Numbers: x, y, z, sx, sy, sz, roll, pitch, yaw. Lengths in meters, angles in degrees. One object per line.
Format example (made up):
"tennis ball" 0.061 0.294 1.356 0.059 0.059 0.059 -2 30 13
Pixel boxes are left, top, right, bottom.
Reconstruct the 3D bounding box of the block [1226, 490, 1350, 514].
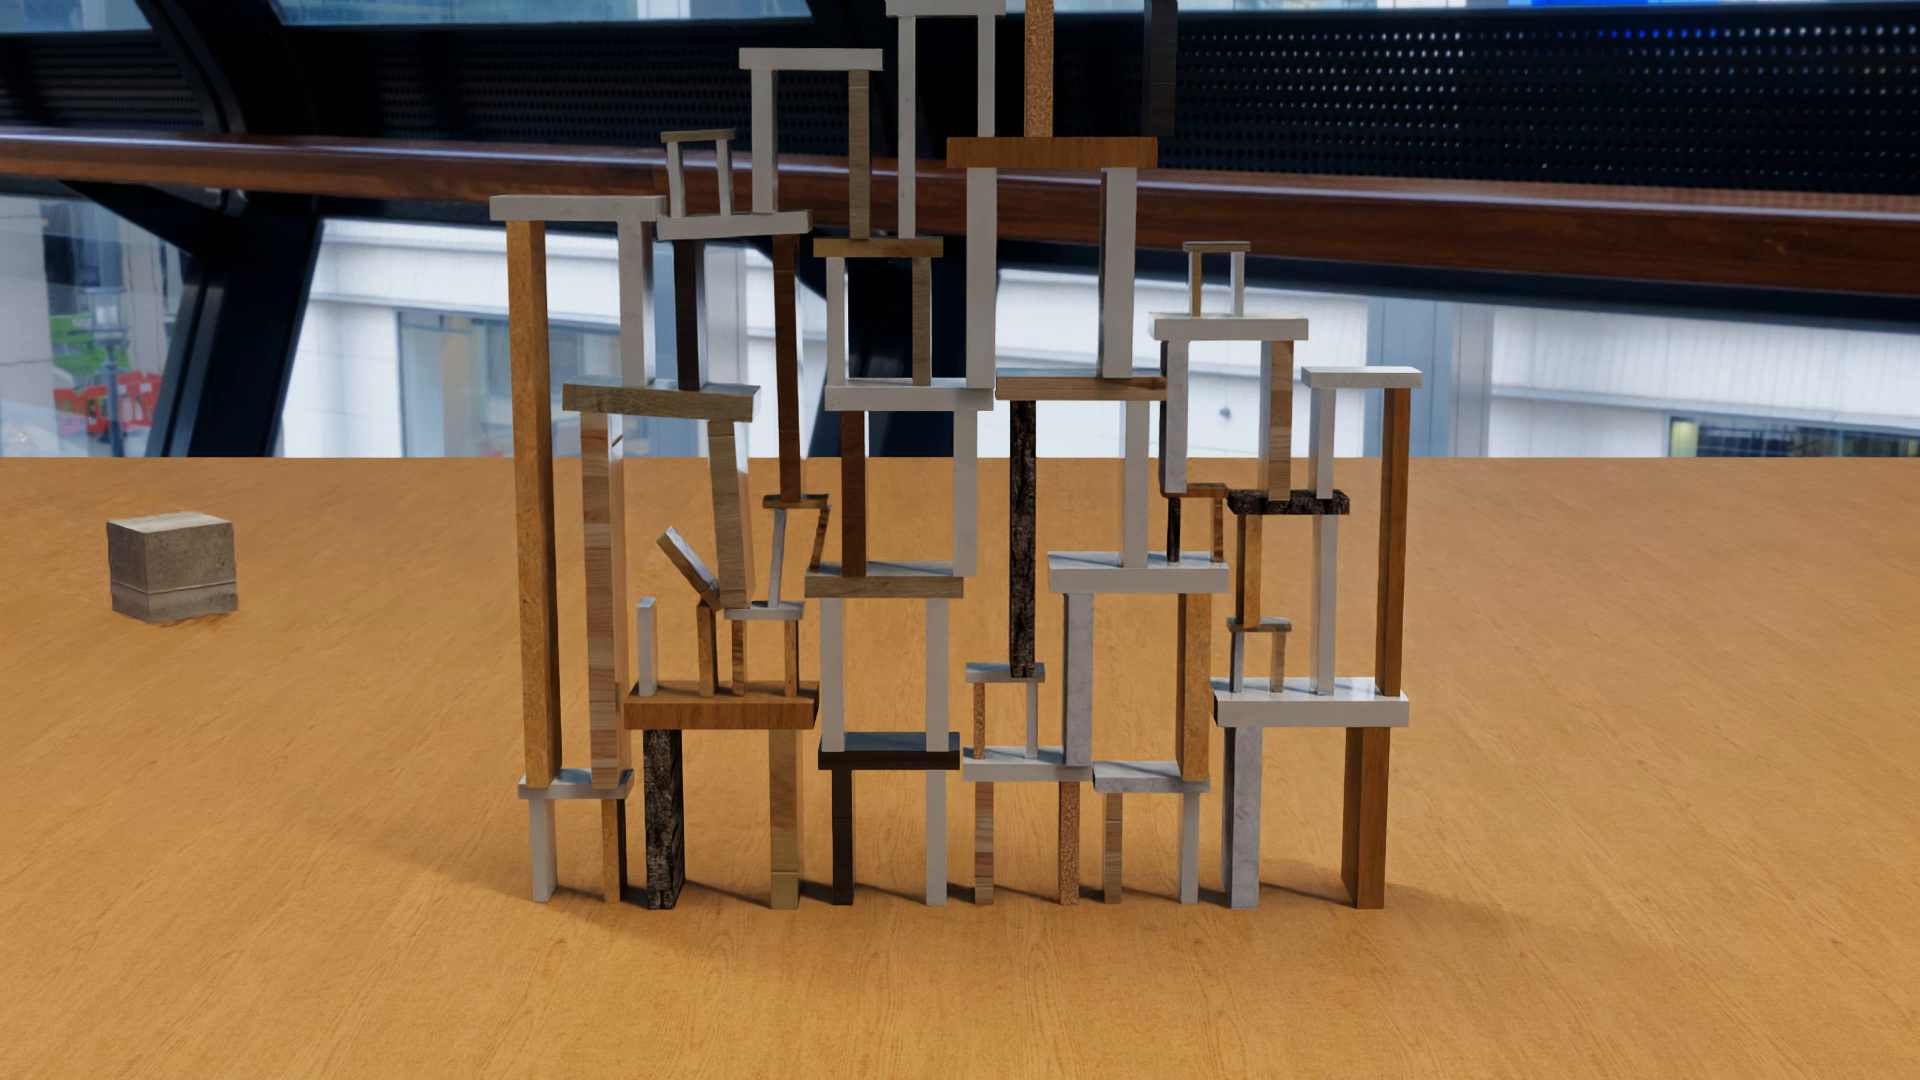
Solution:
"block" 0.529 -0.062 3.550 0.184 0.026 0.092 0 11 -1

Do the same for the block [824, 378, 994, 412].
"block" -0.080 -0.233 3.516 0.266 0.038 0.133 0 11 0

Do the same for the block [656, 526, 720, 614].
"block" -0.433 0.047 3.572 0.021 0.149 0.075 -38 8 7

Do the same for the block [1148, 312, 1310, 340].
"block" 0.423 -0.339 3.491 0.241 0.034 0.121 0 11 0

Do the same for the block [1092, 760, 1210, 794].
"block" 0.314 0.391 3.631 0.189 0.027 0.095 0 11 0

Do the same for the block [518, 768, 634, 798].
"block" -0.634 0.403 3.637 0.177 0.025 0.089 0 11 0

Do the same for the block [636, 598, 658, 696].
"block" -0.510 0.174 3.596 0.021 0.149 0.075 0 11 0

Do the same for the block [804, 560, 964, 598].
"block" -0.121 0.064 3.572 0.254 0.036 0.127 0 11 0

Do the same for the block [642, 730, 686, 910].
"block" -0.489 0.441 3.640 0.043 0.304 0.152 0 11 0

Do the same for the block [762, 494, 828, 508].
"block" -0.264 -0.062 3.547 0.103 0.015 0.051 0 11 0

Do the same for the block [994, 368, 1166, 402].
"block" 0.190 -0.249 3.510 0.267 0.038 0.134 0 11 0

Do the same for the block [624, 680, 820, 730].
"block" -0.388 0.270 3.609 0.304 0.043 0.152 0 11 0

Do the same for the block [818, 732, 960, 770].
"block" -0.115 0.347 3.625 0.230 0.033 0.115 0 11 0

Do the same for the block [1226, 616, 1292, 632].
"block" 0.487 0.138 3.590 0.100 0.014 0.050 0 11 -1

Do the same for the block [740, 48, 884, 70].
"block" -0.229 -0.746 3.415 0.219 0.031 0.109 0 11 -1

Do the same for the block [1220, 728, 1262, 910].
"block" 0.466 0.438 3.643 0.044 0.308 0.154 0 11 0

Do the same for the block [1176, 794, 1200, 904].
"block" 0.378 0.497 3.650 0.027 0.189 0.095 0 11 0

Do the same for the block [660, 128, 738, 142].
"block" -0.408 -0.634 3.446 0.115 0.016 0.058 -3 11 -1

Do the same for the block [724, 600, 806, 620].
"block" -0.317 0.115 3.577 0.128 0.018 0.064 0 11 1

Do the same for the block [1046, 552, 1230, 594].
"block" 0.287 0.052 3.571 0.286 0.041 0.143 0 11 0

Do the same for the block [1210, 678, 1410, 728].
"block" 0.568 0.266 3.611 0.308 0.044 0.154 0 11 0

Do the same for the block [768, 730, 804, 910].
"block" -0.286 0.441 3.640 0.043 0.304 0.152 0 11 0

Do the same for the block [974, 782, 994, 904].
"block" 0.040 0.487 3.648 0.030 0.211 0.105 0 11 0

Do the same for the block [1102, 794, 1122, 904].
"block" 0.252 0.497 3.649 0.027 0.189 0.095 0 11 0

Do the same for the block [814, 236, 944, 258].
"block" -0.127 -0.463 3.470 0.202 0.029 0.101 0 11 0

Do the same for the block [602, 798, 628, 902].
"block" -0.574 0.502 3.656 0.025 0.177 0.089 0 11 0

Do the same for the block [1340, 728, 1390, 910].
"block" 0.671 0.438 3.643 0.044 0.308 0.154 0 11 0

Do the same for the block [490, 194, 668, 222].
"block" -0.599 -0.524 3.465 0.257 0.036 0.128 1 11 0

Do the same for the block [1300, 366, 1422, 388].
"block" 0.639 -0.260 3.507 0.177 0.025 0.089 0 11 0

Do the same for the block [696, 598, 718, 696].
"block" -0.413 0.174 3.595 0.021 0.149 0.075 -1 11 0

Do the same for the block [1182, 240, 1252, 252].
"block" 0.405 -0.463 3.467 0.101 0.014 0.050 -1 11 -1

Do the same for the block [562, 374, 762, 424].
"block" -0.474 -0.228 3.517 0.298 0.042 0.149 4 11 -1

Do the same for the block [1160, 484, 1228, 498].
"block" 0.377 -0.080 3.550 0.105 0.015 0.053 0 11 0

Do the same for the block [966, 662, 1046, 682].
"block" 0.074 0.217 3.604 0.129 0.018 0.064 0 10 0

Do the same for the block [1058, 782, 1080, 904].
"block" 0.180 0.487 3.648 0.030 0.211 0.105 0 11 0

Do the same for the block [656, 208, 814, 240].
"block" -0.353 -0.498 3.468 0.234 0.033 0.117 -3 11 0

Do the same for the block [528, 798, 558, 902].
"block" -0.693 0.502 3.656 0.025 0.177 0.089 0 11 0

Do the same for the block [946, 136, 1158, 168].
"block" 0.142 -0.608 3.444 0.323 0.046 0.162 0 11 0

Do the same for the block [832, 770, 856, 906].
"block" -0.192 0.476 3.649 0.033 0.230 0.115 0 11 0

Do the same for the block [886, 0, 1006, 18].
"block" -0.020 -0.823 3.400 0.184 0.026 0.092 0 11 1

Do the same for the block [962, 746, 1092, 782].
"block" 0.110 0.369 3.626 0.211 0.030 0.105 0 11 0

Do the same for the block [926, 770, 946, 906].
"block" -0.039 0.476 3.649 0.033 0.230 0.115 0 11 0

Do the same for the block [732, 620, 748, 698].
"block" -0.360 0.186 3.590 0.018 0.128 0.064 0 11 0
